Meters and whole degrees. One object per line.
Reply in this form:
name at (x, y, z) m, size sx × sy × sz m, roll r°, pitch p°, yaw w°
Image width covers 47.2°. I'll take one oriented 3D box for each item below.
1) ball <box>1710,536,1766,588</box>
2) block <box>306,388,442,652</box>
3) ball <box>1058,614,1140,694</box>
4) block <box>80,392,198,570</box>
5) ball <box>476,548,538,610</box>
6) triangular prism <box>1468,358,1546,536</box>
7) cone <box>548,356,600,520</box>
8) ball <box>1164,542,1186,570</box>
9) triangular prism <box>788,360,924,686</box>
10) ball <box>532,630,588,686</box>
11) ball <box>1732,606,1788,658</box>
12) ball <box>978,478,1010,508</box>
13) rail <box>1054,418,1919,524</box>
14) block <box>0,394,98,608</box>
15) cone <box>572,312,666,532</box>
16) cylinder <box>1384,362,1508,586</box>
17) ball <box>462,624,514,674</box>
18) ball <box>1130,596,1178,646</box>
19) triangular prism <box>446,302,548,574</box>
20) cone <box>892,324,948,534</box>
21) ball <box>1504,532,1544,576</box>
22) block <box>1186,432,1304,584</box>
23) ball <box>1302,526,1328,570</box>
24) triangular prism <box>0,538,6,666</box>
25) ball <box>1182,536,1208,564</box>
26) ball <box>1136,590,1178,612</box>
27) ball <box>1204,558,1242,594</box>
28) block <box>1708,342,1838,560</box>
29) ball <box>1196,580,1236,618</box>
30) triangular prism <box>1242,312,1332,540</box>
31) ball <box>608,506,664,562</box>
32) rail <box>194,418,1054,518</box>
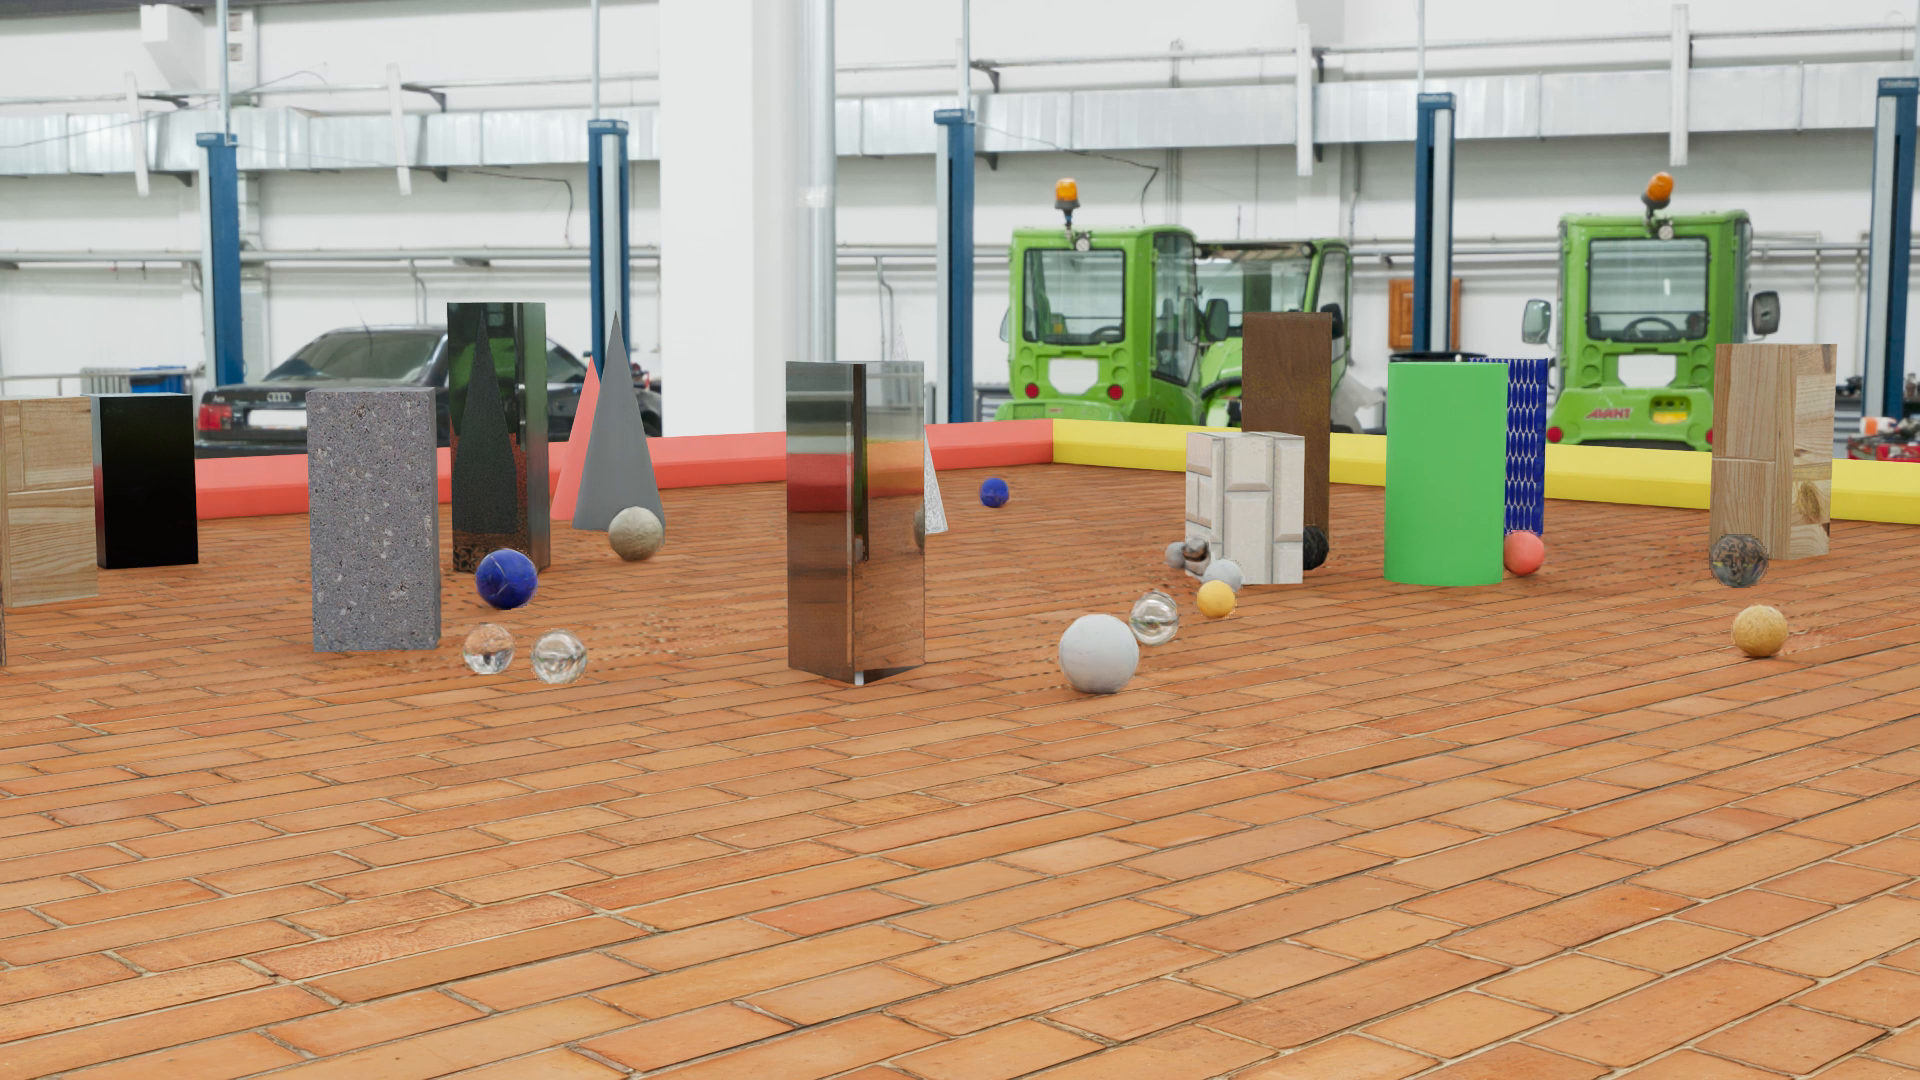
ball at (1.246, 0.034, 3.520) m, size 0.084 × 0.084 × 0.084 m, roll 0°, pitch 6°, yaw 0°
block at (-0.778, -0.031, 2.931) m, size 0.154 × 0.338 × 0.154 m, roll -1°, pitch 6°, yaw -10°
ball at (0.160, 0.132, 2.546) m, size 0.094 × 0.094 × 0.094 m, roll 0°, pitch 6°, yaw 0°
block at (-1.441, -0.107, 3.859) m, size 0.154 × 0.295 × 0.154 m, roll -4°, pitch 7°, yaw -33°
ball at (-0.674, 0.058, 3.266) m, size 0.090 × 0.090 × 0.090 m, roll 0°, pitch 6°, yaw 0°
triangular prism at (1.115, -0.186, 4.355) m, size 0.145 × 0.348 × 0.167 m, roll -6°, pitch 8°, yaw -42°
cone at (-0.788, -0.224, 4.719) m, size 0.193 × 0.348 × 0.193 m, roll 0°, pitch 6°, yaw 0°
ball at (0.370, 0.026, 3.726) m, size 0.047 × 0.047 × 0.047 m, roll 0°, pitch 6°, yaw 0°
triangular prism at (-0.106, -0.028, 2.700) m, size 0.145 × 0.381 × 0.167 m, roll -4°, pitch 7°, yaw -34°
ball at (-0.476, 0.140, 2.611) m, size 0.065 × 0.065 × 0.065 m, roll 0°, pitch 6°, yaw 0°
ball at (1.027, 0.117, 2.820) m, size 0.067 × 0.067 × 0.067 m, roll 0°, pitch 6°, yaw 0°
ball at (0.077, -0.106, 4.930) m, size 0.069 × 0.069 × 0.069 m, roll 0°, pitch 6°, yaw 0°
rail at (1.669, -0.128, 4.864) m, size 0.045 × 0.125 × 4.173 m, roll -6°, pitch 8°, yaw -42°
block at (-1.445, -0.064, 3.374) m, size 0.154 × 0.310 × 0.154 m, roll 3°, pitch 7°, yaw 29°
cone at (-0.699, -0.249, 4.490) m, size 0.193 × 0.445 × 0.193 m, roll 0°, pitch 6°, yaw 0°
cylinder at (0.799, -0.113, 3.620) m, size 0.193 × 0.356 × 0.193 m, roll 0°, pitch 6°, yaw 0°
ball at (-0.575, 0.134, 2.683) m, size 0.062 × 0.062 × 0.062 m, roll 0°, pitch 6°, yaw 0°
ball at (0.257, 0.108, 2.913) m, size 0.065 × 0.065 × 0.065 m, roll 0°, pitch 6°, yaw 0°
triangular prism at (-0.753, -0.175, 3.736) m, size 0.167 × 0.455 × 0.145 m, roll 4°, pitch 7°, yaw 32°
cone at (-0.120, -0.230, 4.426) m, size 0.193 × 0.421 × 0.193 m, roll 0°, pitch 6°, yaw 0°
ball at (0.932, 0.022, 3.649) m, size 0.074 × 0.074 × 0.074 m, roll 0°, pitch 6°, yaw 0°
block at (0.468, -0.055, 3.632) m, size 0.154 × 0.239 × 0.154 m, roll -1°, pitch 6°, yaw -10°
ball at (0.578, 0.013, 3.677) m, size 0.075 × 0.075 × 0.075 m, roll 0°, pitch 6°, yaw 0°
triangular prism at (-1.258, -0.071, 2.699) m, size 0.145 × 0.466 × 0.167 m, roll -4°, pitch 7°, yaw -33°
ball at (0.381, 0.016, 3.563) m, size 0.044 × 0.044 × 0.044 m, roll 0°, pitch 6°, yaw 0°
ball at (0.268, 0.100, 3.009) m, size 0.061 × 0.061 × 0.061 m, roll 0°, pitch 6°, yaw 0°
ball at (0.406, 0.059, 3.400) m, size 0.060 × 0.060 × 0.060 m, roll 0°, pitch 6°, yaw 0°
block at (1.475, -0.165, 3.993) m, size 0.154 × 0.382 × 0.154 m, roll -6°, pitch 8°, yaw -44°
ball at (0.369, 0.086, 3.170) m, size 0.055 × 0.055 × 0.055 m, roll 0°, pitch 6°, yaw 0°
triangular prism at (0.634, -0.224, 4.288) m, size 0.167 × 0.438 × 0.145 m, roll 1°, pitch 6°, yaw 8°
ball at (-0.574, -0.010, 3.892) m, size 0.096 × 0.096 × 0.096 m, roll 0°, pitch 6°, yaw 0°
rail at (-1.399, -0.126, 4.840) m, size 4.589 × 0.125 × 0.045 m, roll -6°, pitch 8°, yaw -42°
